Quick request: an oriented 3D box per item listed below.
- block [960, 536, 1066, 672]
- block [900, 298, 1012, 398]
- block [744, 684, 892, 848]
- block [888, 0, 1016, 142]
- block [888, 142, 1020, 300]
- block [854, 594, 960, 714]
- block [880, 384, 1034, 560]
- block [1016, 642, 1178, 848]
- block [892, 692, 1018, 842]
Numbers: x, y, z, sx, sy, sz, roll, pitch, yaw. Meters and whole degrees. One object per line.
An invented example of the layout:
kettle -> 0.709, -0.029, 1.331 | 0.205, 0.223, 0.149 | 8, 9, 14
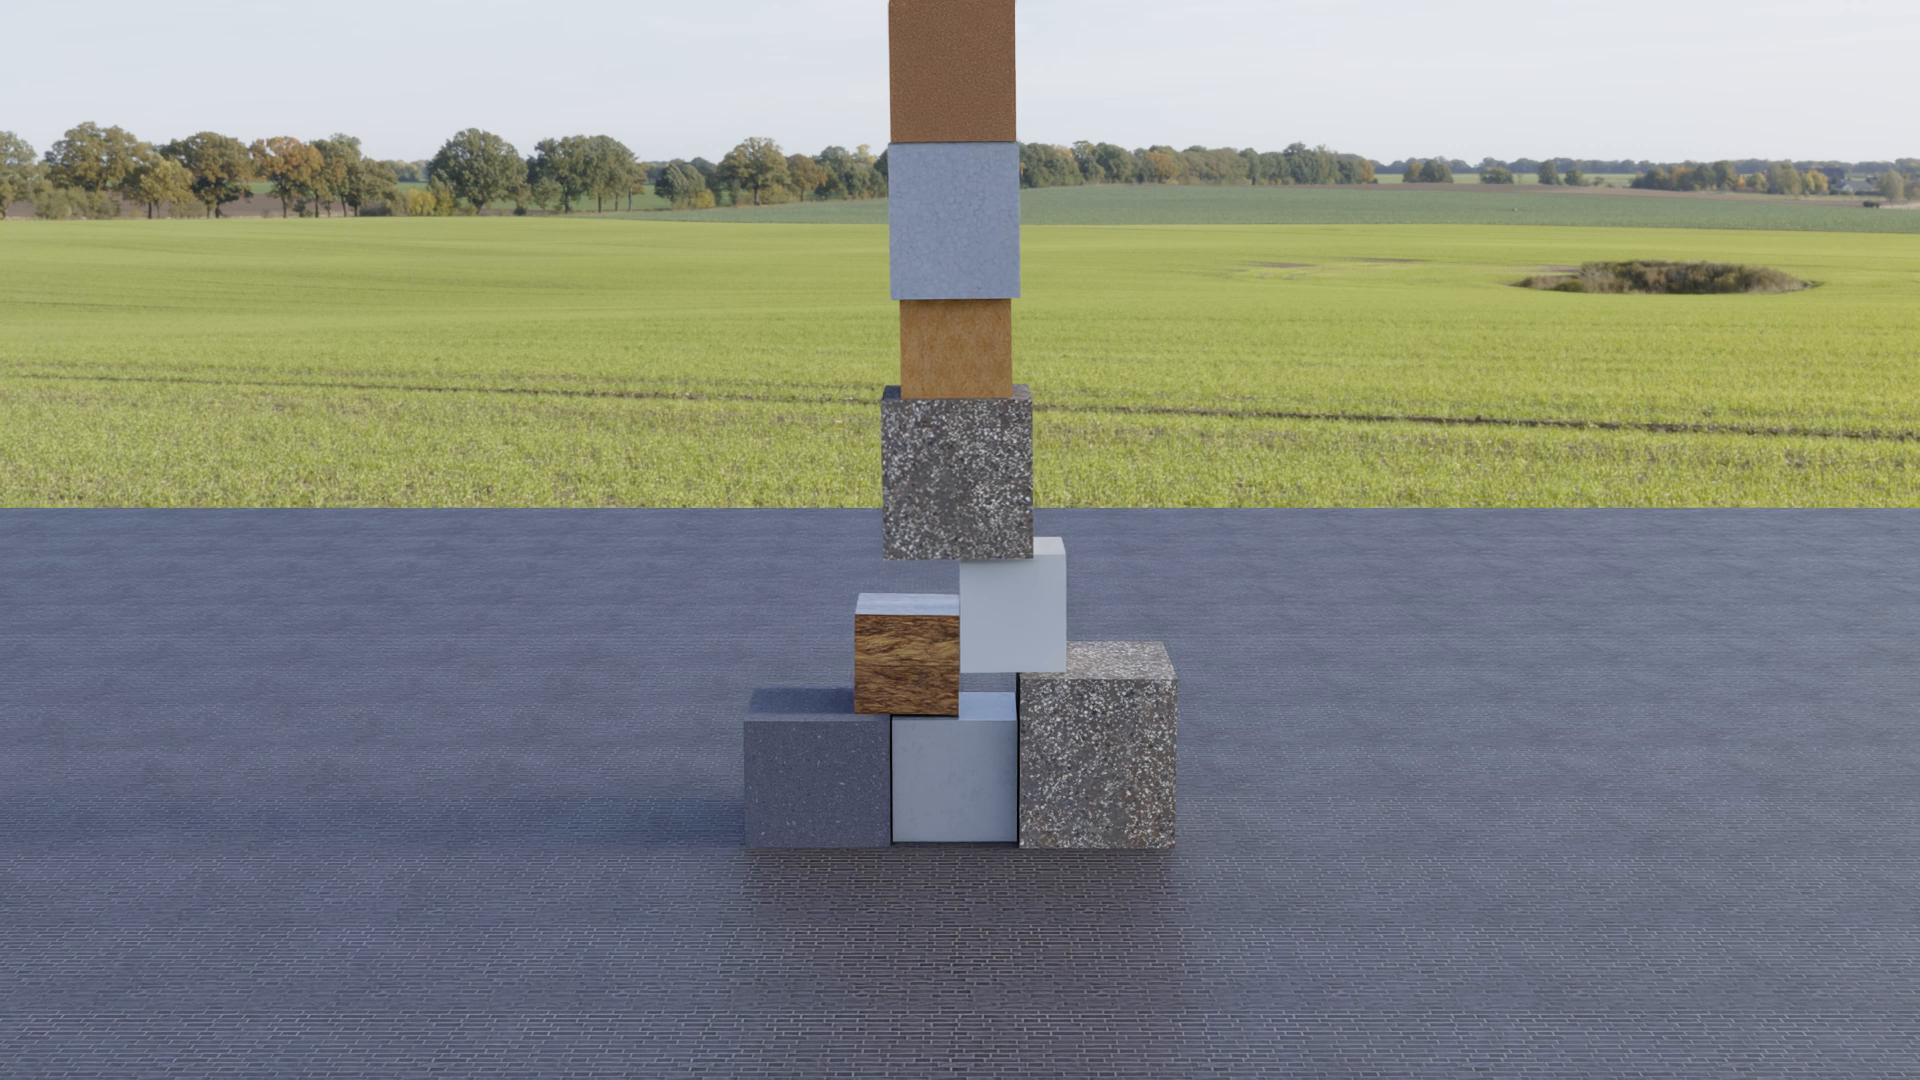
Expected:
block -> 0.265, 0.325, 11.222 | 0.530, 0.600, 0.487 | -1, 10, 0
block -> -0.020, -0.986, 11.009 | 0.544, 0.490, 0.549 | -1, 10, 0
block -> -0.715, 1.157, 11.373 | 0.728, 0.655, 0.750 | 0, 10, 0
block -> -0.036, -2.313, 10.741 | 0.599, 0.725, 0.703 | -1, 10, 0
block -> -0.027, -1.591, 10.881 | 0.627, 0.746, 0.690 | -1, 10, 0
block -> -0.267, 0.579, 11.295 | 0.526, 0.512, 0.515 | 1, 10, 0
block -> -0.012, -0.355, 11.106 | 0.738, 0.786, 0.708 | -1, 10, 0
block -> 0.689, 1.045, 11.379 | 0.780, 0.873, 0.835 | 0, 10, 0
block -> -0.026, 1.167, 11.380 | 0.630, 0.633, 0.573 | 0, 10, 0
